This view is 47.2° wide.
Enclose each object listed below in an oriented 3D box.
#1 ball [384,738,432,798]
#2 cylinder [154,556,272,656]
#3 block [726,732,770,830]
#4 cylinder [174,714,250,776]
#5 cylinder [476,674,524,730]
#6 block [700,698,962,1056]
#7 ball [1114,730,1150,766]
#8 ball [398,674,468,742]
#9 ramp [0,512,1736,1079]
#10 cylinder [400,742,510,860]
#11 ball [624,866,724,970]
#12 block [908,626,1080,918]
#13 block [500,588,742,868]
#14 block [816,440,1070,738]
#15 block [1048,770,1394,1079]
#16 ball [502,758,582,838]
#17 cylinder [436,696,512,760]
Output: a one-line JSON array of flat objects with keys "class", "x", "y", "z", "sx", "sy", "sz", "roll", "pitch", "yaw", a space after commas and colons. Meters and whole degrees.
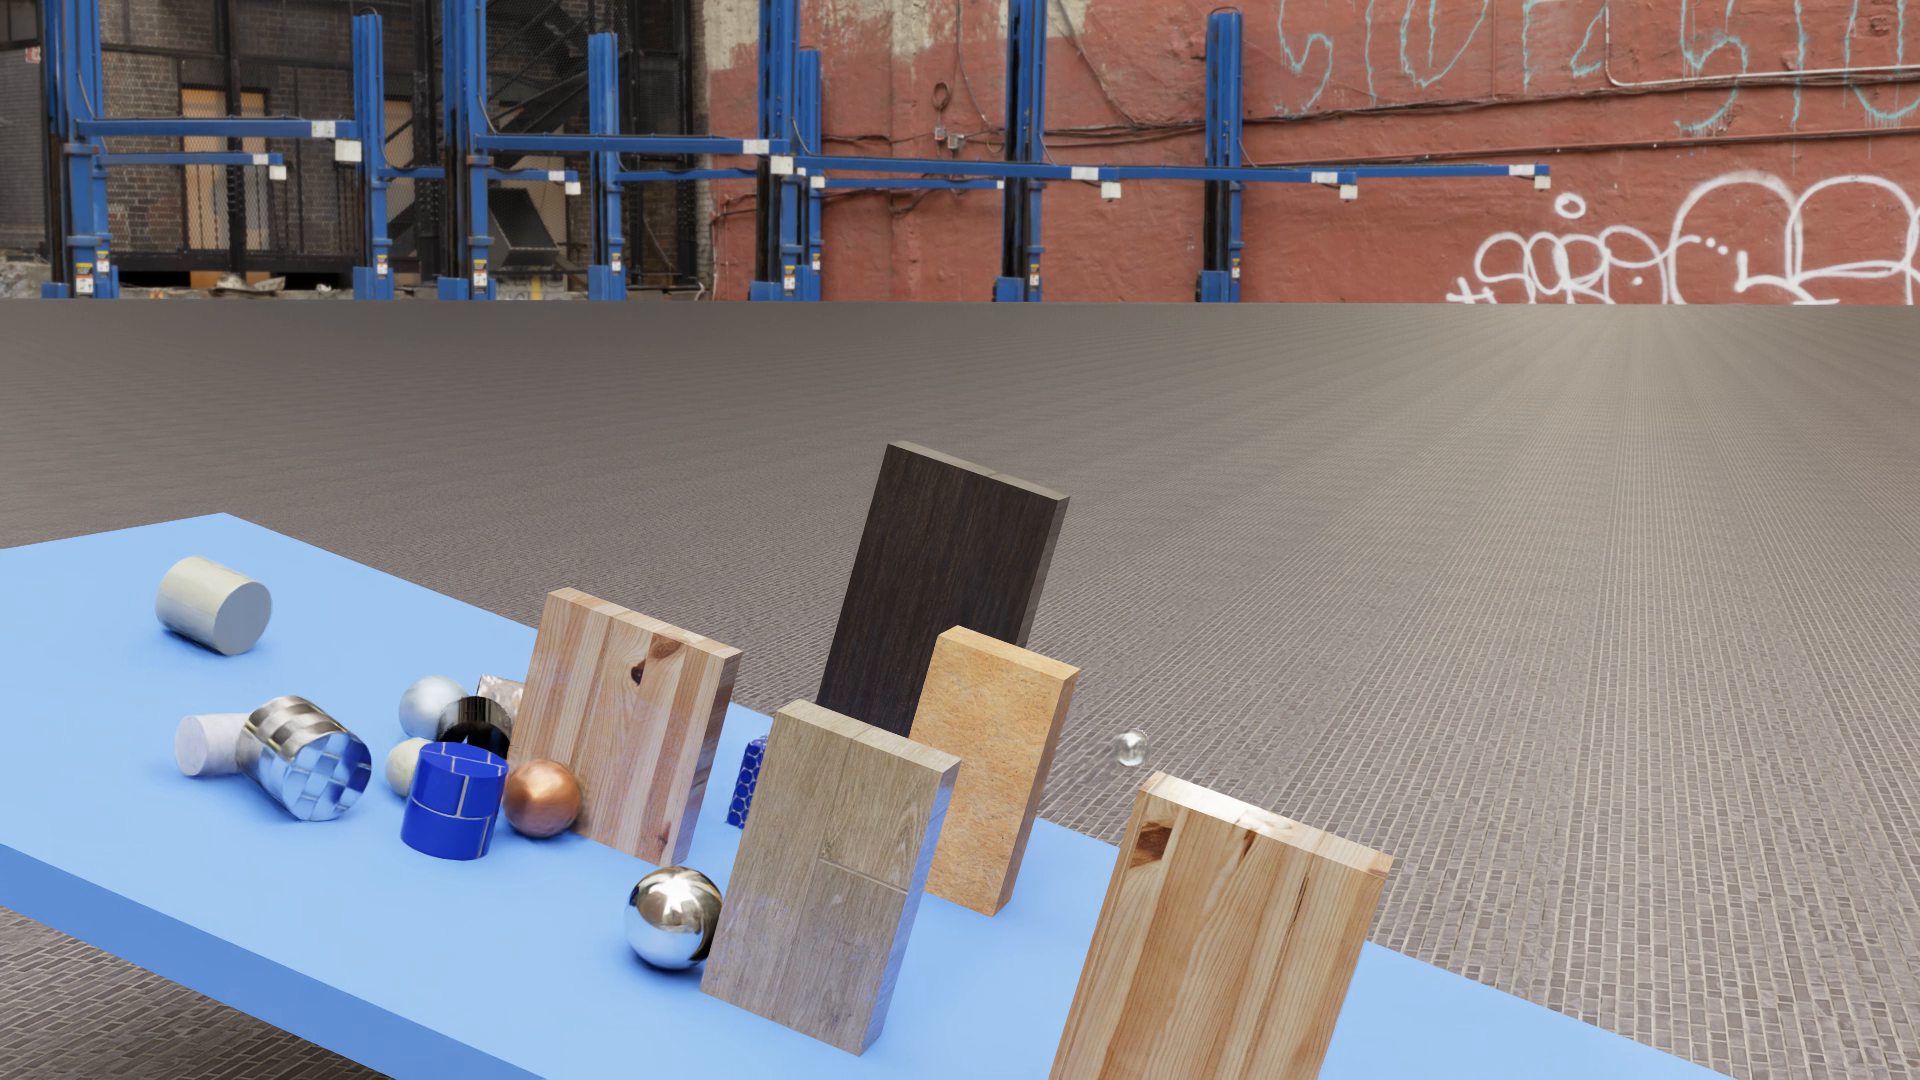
[{"class": "ball", "x": -1.027, "y": 0.433, "z": 4.159, "sx": 0.117, "sy": 0.117, "sz": 0.117, "roll": 0, "pitch": 7, "yaw": 0}, {"class": "cylinder", "x": -1.584, "y": 0.140, "z": 4.668, "sx": 0.166, "sy": 0.166, "sz": 0.166, "roll": 21, "pitch": 15, "yaw": 22}, {"class": "block", "x": -0.347, "y": 0.515, "z": 4.548, "sx": 0.178, "sy": 0.178, "sz": 0.178, "roll": 19, "pitch": 12, "yaw": 16}, {"class": "cylinder", "x": -1.353, "y": 0.373, "z": 4.012, "sx": 0.111, "sy": 0.111, "sz": 0.111, "roll": 6, "pitch": 2, "yaw": 41}, {"class": "cylinder", "x": -0.917, "y": 0.370, "z": 4.500, "sx": 0.162, "sy": 0.162, "sz": 0.162, "roll": 13, "pitch": 4, "yaw": -13}, {"class": "block", "x": -0.218, "y": 0.561, "z": 3.668, "sx": 0.299, "sy": 0.510, "sz": 0.107, "roll": 19, "pitch": 12, "yaw": 14}, {"class": "ball", "x": 0.646, "y": 0.784, "z": 8.303, "sx": 0.137, "sy": 0.137, "sz": 0.137, "roll": 0, "pitch": 7, "yaw": 0}, {"class": "ball", "x": -1.063, "y": 0.346, "z": 4.453, "sx": 0.146, "sy": 0.146, "sz": 0.146, "roll": 0, "pitch": 7, "yaw": 0}, {"class": "ramp", "x": -0.372, "y": 0.721, "z": 4.236, "sx": 4.000, "sy": 0.100, "sz": 2.000, "roll": 19, "pitch": 12, "yaw": 14}, {"class": "cylinder", "x": -0.919, "y": 0.474, "z": 3.997, "sx": 0.163, "sy": 0.163, "sz": 0.163, "roll": 15, "pitch": 11, "yaw": -3}, {"class": "ball", "x": -0.485, "y": 0.644, "z": 3.747, "sx": 0.176, "sy": 0.176, "sz": 0.176, "roll": 0, "pitch": 7, "yaw": 0}, {"class": "block", "x": 0.030, "y": 0.466, "z": 4.454, "sx": 0.270, "sy": 0.513, "sz": 0.131, "roll": 19, "pitch": 12, "yaw": 14}, {"class": "block", "x": -0.657, "y": 0.359, "z": 4.223, "sx": 0.380, "sy": 0.432, "sz": 0.087, "roll": 19, "pitch": 12, "yaw": 14}, {"class": "block", "x": -0.065, "y": 0.218, "z": 4.818, "sx": 0.396, "sy": 0.785, "sz": 0.107, "roll": 19, "pitch": 12, "yaw": 14}, {"class": "block", "x": 0.356, "y": 0.727, "z": 3.263, "sx": 0.370, "sy": 0.668, "sz": 0.126, "roll": 19, "pitch": 12, "yaw": 14}, {"class": "ball", "x": -0.790, "y": 0.487, "z": 4.151, "sx": 0.148, "sy": 0.148, "sz": 0.148, "roll": 0, "pitch": 7, "yaw": 0}, {"class": "cylinder", "x": -0.957, "y": 0.401, "z": 4.336, "sx": 0.147, "sy": 0.147, "sz": 0.147, "roll": -2, "pitch": 17, "yaw": -13}]
